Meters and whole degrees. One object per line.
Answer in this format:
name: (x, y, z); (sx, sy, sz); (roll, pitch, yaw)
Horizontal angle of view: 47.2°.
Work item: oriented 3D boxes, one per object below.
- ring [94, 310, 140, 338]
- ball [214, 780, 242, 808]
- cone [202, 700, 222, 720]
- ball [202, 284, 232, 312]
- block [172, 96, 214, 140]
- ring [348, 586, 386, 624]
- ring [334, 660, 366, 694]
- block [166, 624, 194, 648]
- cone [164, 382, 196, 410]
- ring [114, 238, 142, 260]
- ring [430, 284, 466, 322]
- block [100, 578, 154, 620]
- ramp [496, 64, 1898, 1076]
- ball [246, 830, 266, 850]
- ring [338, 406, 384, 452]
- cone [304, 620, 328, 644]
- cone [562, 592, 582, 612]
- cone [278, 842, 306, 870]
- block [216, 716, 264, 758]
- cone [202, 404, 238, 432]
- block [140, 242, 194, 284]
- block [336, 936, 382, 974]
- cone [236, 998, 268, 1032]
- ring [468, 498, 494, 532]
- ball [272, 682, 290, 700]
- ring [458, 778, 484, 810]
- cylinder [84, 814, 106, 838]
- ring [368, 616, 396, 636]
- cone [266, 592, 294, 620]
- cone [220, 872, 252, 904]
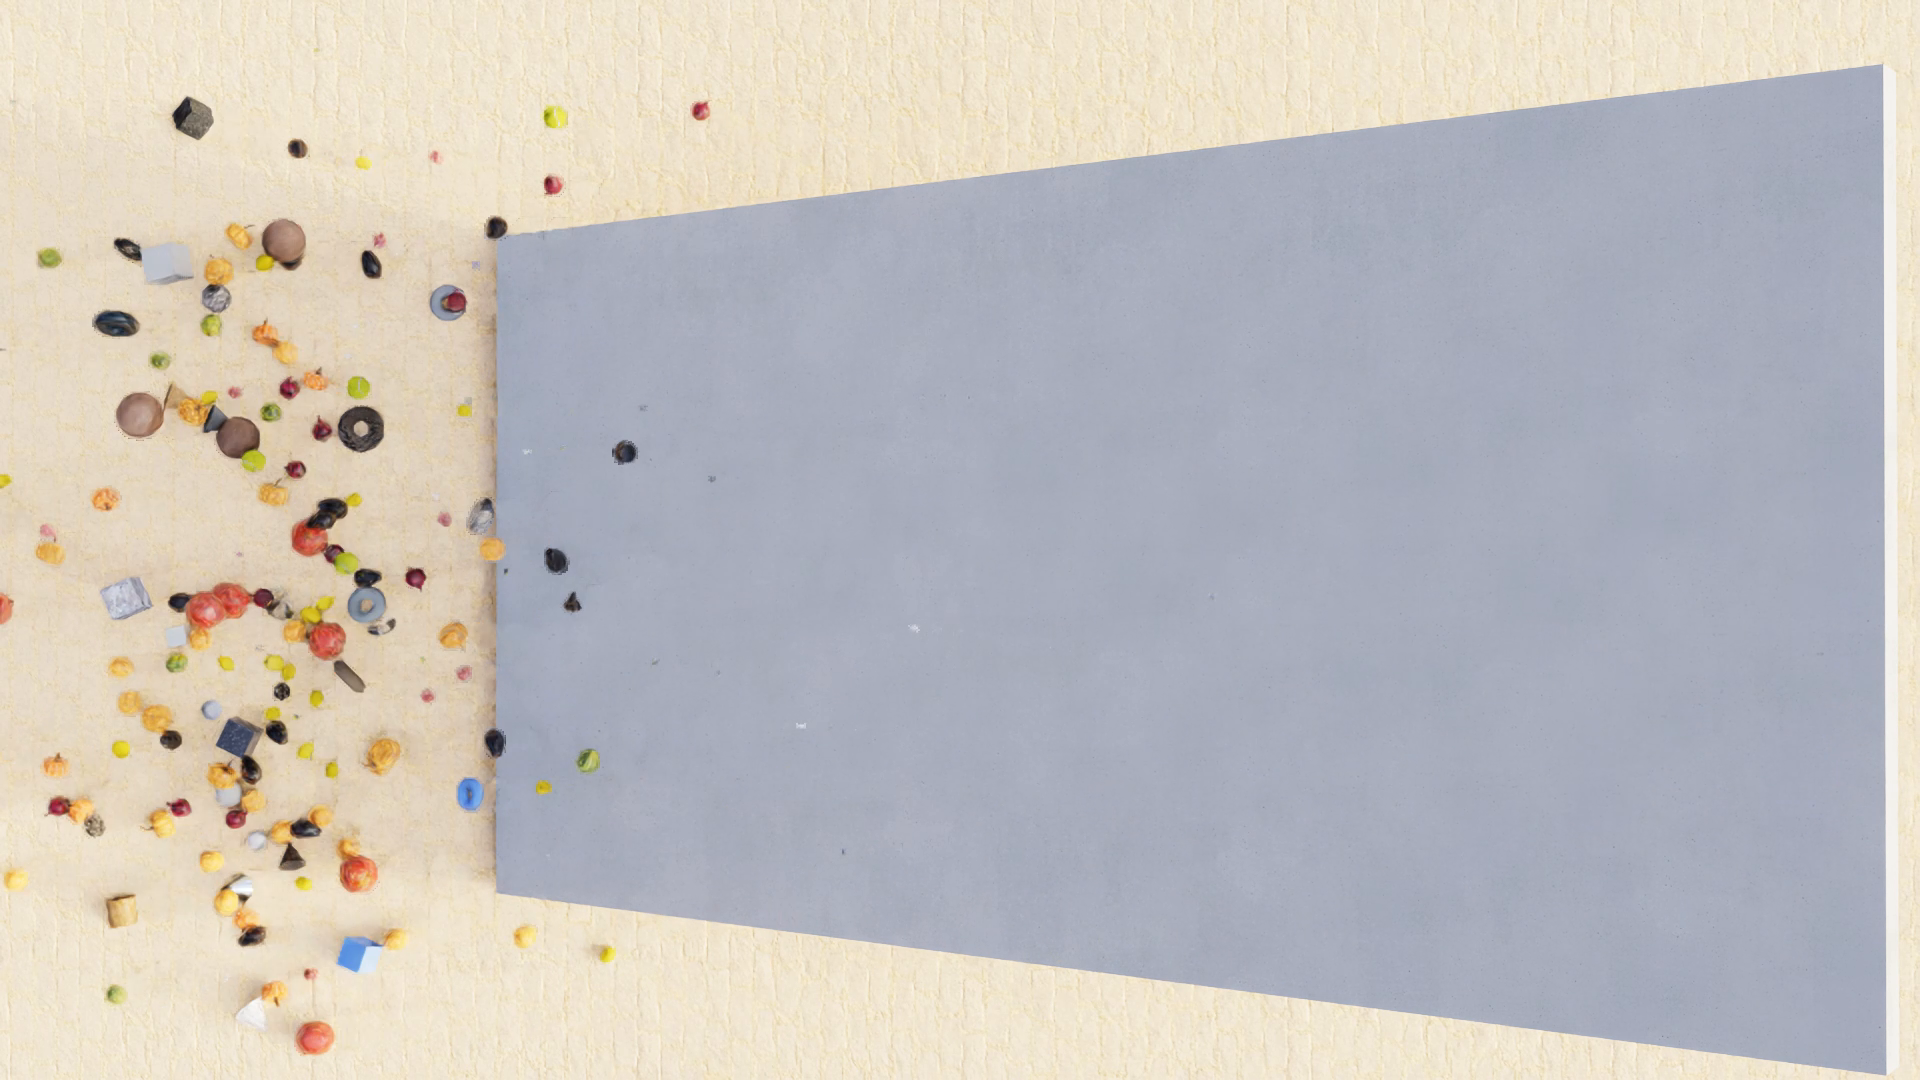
ring: (-2.569, -0.658, 6.704); (0.131, 0.131, 0.044); (0, 69, 0)
ball: (-2.238, 0.777, 6.729); (0.080, 0.080, 0.080); (0, 90, 0)
cone: (-2.305, 0.522, 6.740); (0.062, 0.062, 0.062); (0, 90, 0)
ball: (-2.278, -0.741, 6.737); (0.088, 0.088, 0.088); (0, 90, 0)
block: (-2.341, -1.288, 6.719); (0.080, 0.080, 0.080); (-43, 50, 18)
ring: (-1.819, 0.198, 6.743); (0.118, 0.039, 0.118); (-1, 73, 2)
ring: (-1.852, 0.416, 6.670); (0.040, 0.121, 0.121); (-44, 90, -12)
block: (-2.395, 0.295, 6.744); (0.057, 0.057, 0.057); (-12, 90, 0)
cone: (-2.389, -0.430, 6.758); (0.091, 0.091, 0.091); (17, 90, -26)
ring: (-2.535, -0.888, 6.712); (0.098, 0.098, 0.033); (22, 74, 0)
ring: (-1.573, -0.729, 6.762); (0.114, 0.038, 0.114); (0, 91, 2)
block: (-2.548, 0.179, 6.725); (0.098, 0.098, 0.098); (-24, 90, 0)
ramp: (0.238, 0.066, 5.560); (4.000, 0.100, 2.000); (0, 89, 36)
ball: (-2.155, 0.921, 6.738); (0.060, 0.060, 0.060); (0, 90, 0)
ring: (-1.839, -0.341, 6.754); (0.143, 0.048, 0.143); (0, 88, 1)
cone: (-1.983, 0.281, 6.734); (0.075, 0.075, 0.075); (0, 90, 1)
cone: (-1.141, 0.175, 6.483); (0.053, 0.053, 0.053); (1, 57, 0)
cone: (-2.054, 0.962, 6.750); (0.081, 0.081, 0.081); (-16, 63, 0)
block: (-2.203, 0.604, 6.725); (0.090, 0.090, 0.090); (26, 90, 0)
cone: (-2.263, -0.357, 6.757); (0.093, 0.093, 0.093); (23, 90, -26)
block: (-2.423, -0.844, 6.720); (0.100, 0.100, 0.100); (-11, 90, 15)
block: (-1.831, 1.265, 6.710); (0.084, 0.084, 0.084); (18, 90, 23)
cone: (-2.138, 1.464, 6.707); (0.096, 0.096, 0.096); (-42, 77, 0)
ring: (-1.449, -0.074, 6.652); (0.038, 0.113, 0.113); (29, 90, -29)
ball: (-2.080, 0.464, 6.745); (0.052, 0.052, 0.052); (0, 90, 0)
ring: (-1.500, 0.779, 6.736); (0.102, 0.034, 0.102); (-1, 89, 36)
cylinder: (-2.648, 0.875, 6.730); (0.054, 0.054, 0.054); (5, 59, -9)
ring: (-1.762, 0.263, 6.706); (0.088, 0.088, 0.029); (-15, 115, 0)
cone: (-2.074, 0.186, 6.744); (0.083, 0.083, 0.083); (3, 45, 3)
cone: (-2.228, 1.065, 6.707); (0.096, 0.096, 0.096); (-1, 85, 16)
